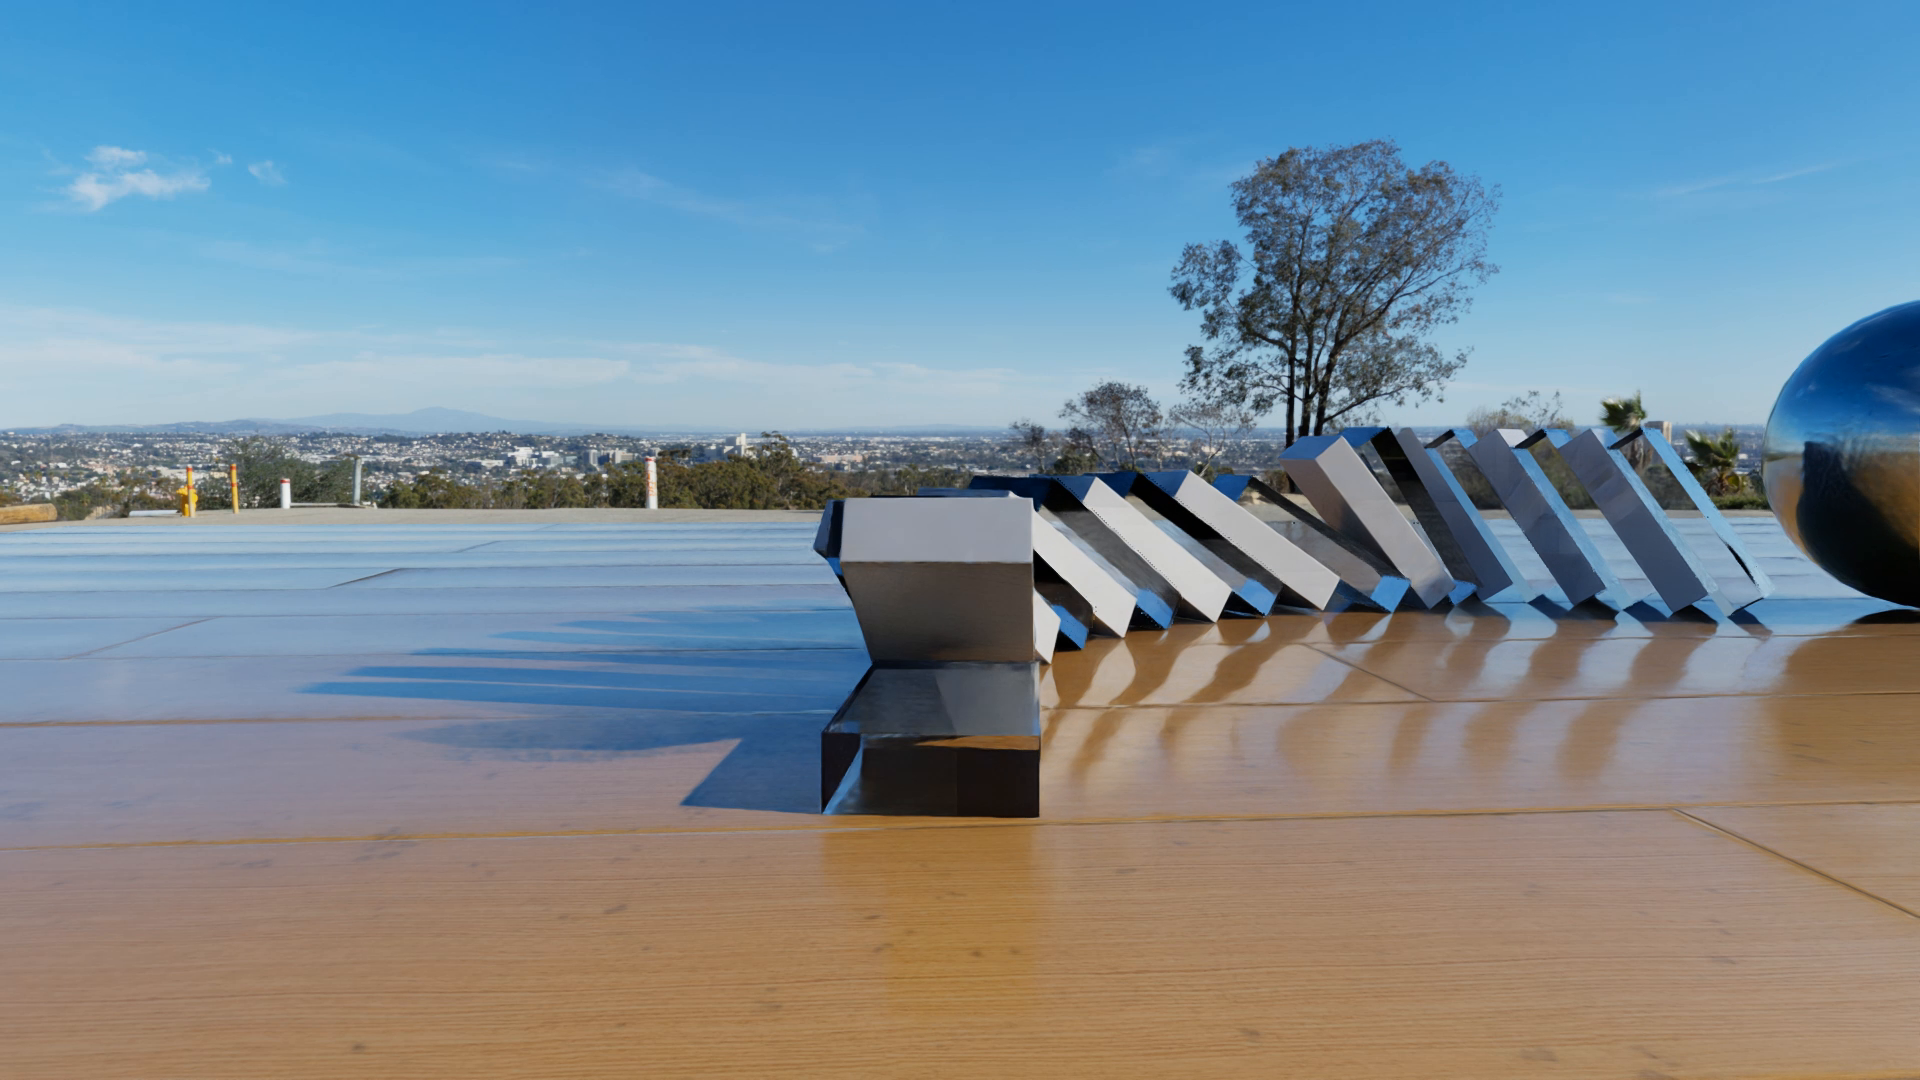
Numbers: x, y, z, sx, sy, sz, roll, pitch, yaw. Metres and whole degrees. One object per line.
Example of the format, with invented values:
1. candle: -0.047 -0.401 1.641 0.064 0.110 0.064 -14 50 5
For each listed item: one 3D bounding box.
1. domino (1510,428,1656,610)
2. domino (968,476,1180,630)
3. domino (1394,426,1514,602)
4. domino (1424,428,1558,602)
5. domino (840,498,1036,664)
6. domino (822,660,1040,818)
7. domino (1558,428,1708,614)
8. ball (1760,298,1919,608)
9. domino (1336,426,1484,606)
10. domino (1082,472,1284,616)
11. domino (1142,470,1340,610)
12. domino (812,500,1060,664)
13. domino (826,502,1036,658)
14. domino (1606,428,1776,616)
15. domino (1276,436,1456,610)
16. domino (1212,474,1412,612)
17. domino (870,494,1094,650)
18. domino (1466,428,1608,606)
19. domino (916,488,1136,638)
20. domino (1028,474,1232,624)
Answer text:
1. domino: 0.169 -0.006 0.343 0.009 0.050 0.025 -39 -20 33
2. domino: 0.025 0.003 0.290 0.025 0.009 0.050 5 -27 49
3. domino: 0.134 -0.008 0.358 0.010 0.050 0.025 -33 -4 14
4. domino: 0.150 -0.008 0.357 0.010 0.050 0.025 -38 -17 30
5. domino: -0.002 0.010 0.190 0.025 0.010 0.050 0 -27 4
6. domino: -0.002 0.025 0.171 0.025 0.010 0.050 0 4 3
7. domino: 0.178 -0.006 0.336 0.010 0.050 0.025 -39 -20 33
8. ball: 0.251 -0.022 0.327 0.080 0.080 0.080 0 4 0
9. domino: 0.119 -0.007 0.347 0.010 0.050 0.025 -34 8 -4
10. domino: 0.053 0.001 0.315 0.050 0.010 0.025 34 -12 -23
11. domino: 0.068 0.000 0.324 0.050 0.010 0.025 33 -9 -17
12. domino: -0.003 0.008 0.235 0.025 0.009 0.050 2 -25 28
13. domino: -0.003 0.010 0.212 0.025 0.010 0.050 0 -27 11
14. domino: 0.188 -0.005 0.329 0.010 0.050 0.025 -39 -20 33
15. domino: 0.106 -0.005 0.337 0.009 0.050 0.025 -40 8 -3
16. domino: 0.089 0.000 0.332 0.050 0.009 0.025 32 -1 -9
17. domino: 0.004 0.007 0.255 0.025 0.009 0.050 3 -24 34
18. domino: 0.160 -0.007 0.351 0.009 0.050 0.025 -39 -20 33
19. domino: 0.014 0.005 0.274 0.025 0.010 0.050 4 -25 42
20. domino: 0.039 0.002 0.304 0.050 0.010 0.025 36 -16 -29
